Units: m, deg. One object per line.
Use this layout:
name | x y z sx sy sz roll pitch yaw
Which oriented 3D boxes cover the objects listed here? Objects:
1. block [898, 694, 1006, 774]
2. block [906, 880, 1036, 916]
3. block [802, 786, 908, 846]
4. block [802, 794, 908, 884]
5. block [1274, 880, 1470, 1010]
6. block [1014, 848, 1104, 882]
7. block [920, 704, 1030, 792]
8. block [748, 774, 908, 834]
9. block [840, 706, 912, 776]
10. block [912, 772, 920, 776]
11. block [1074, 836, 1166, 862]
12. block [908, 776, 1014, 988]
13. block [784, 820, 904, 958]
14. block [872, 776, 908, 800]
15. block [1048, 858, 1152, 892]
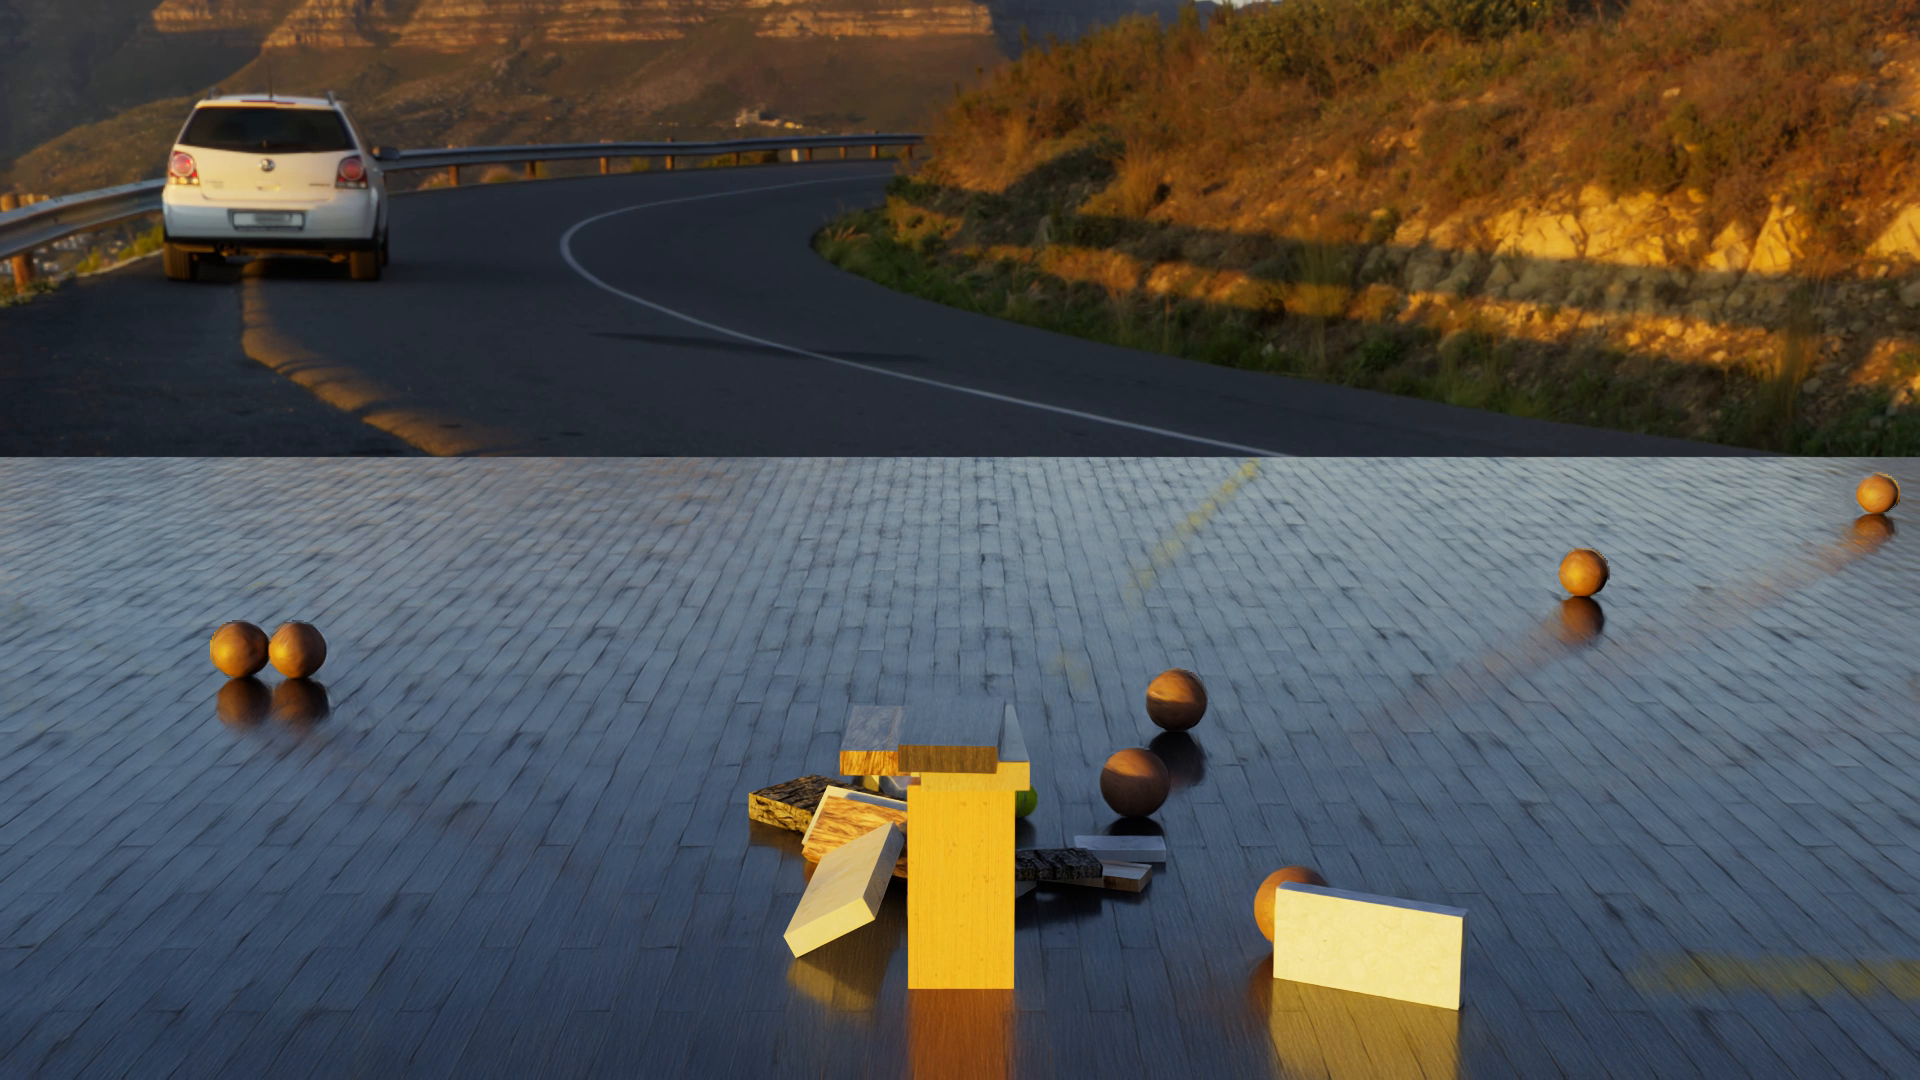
block | -0.009 0.285 3.246 0.140 0.040 0.280 1 11 4
block | 0.021 0.580 3.632 0.115 0.033 0.230 6 12 30
block | -0.155 0.505 3.831 0.230 0.115 0.033 7 -29 34
block | -0.151 0.515 3.776 0.230 0.115 0.033 7 -29 34
block | 0.605 0.597 3.249 0.280 0.140 0.040 5 12 26
block | 0.153 0.544 3.691 0.156 0.022 0.078 1 15 -20
block | 0.014 0.312 3.326 0.157 0.044 0.313 -1 11 -3
block | -0.210 0.501 4.020 0.336 0.048 0.168 9 14 42
block | -0.138 0.393 4.338 0.168 0.048 0.336 0 11 2
block | 0.002 0.469 3.460 0.157 0.313 0.044 0 10 -1
block | 0.281 0.542 3.865 0.156 0.022 0.078 0 11 0
block | 0.002 0.508 3.255 0.157 0.313 0.044 0 11 0
block | -0.182 0.558 3.551 0.140 0.040 0.374 -27 7 10
block | -0.071 0.454 4.272 0.168 0.048 0.336 -3 11 -14
block | 0.184 0.563 3.756 0.276 0.022 0.078 4 11 20
